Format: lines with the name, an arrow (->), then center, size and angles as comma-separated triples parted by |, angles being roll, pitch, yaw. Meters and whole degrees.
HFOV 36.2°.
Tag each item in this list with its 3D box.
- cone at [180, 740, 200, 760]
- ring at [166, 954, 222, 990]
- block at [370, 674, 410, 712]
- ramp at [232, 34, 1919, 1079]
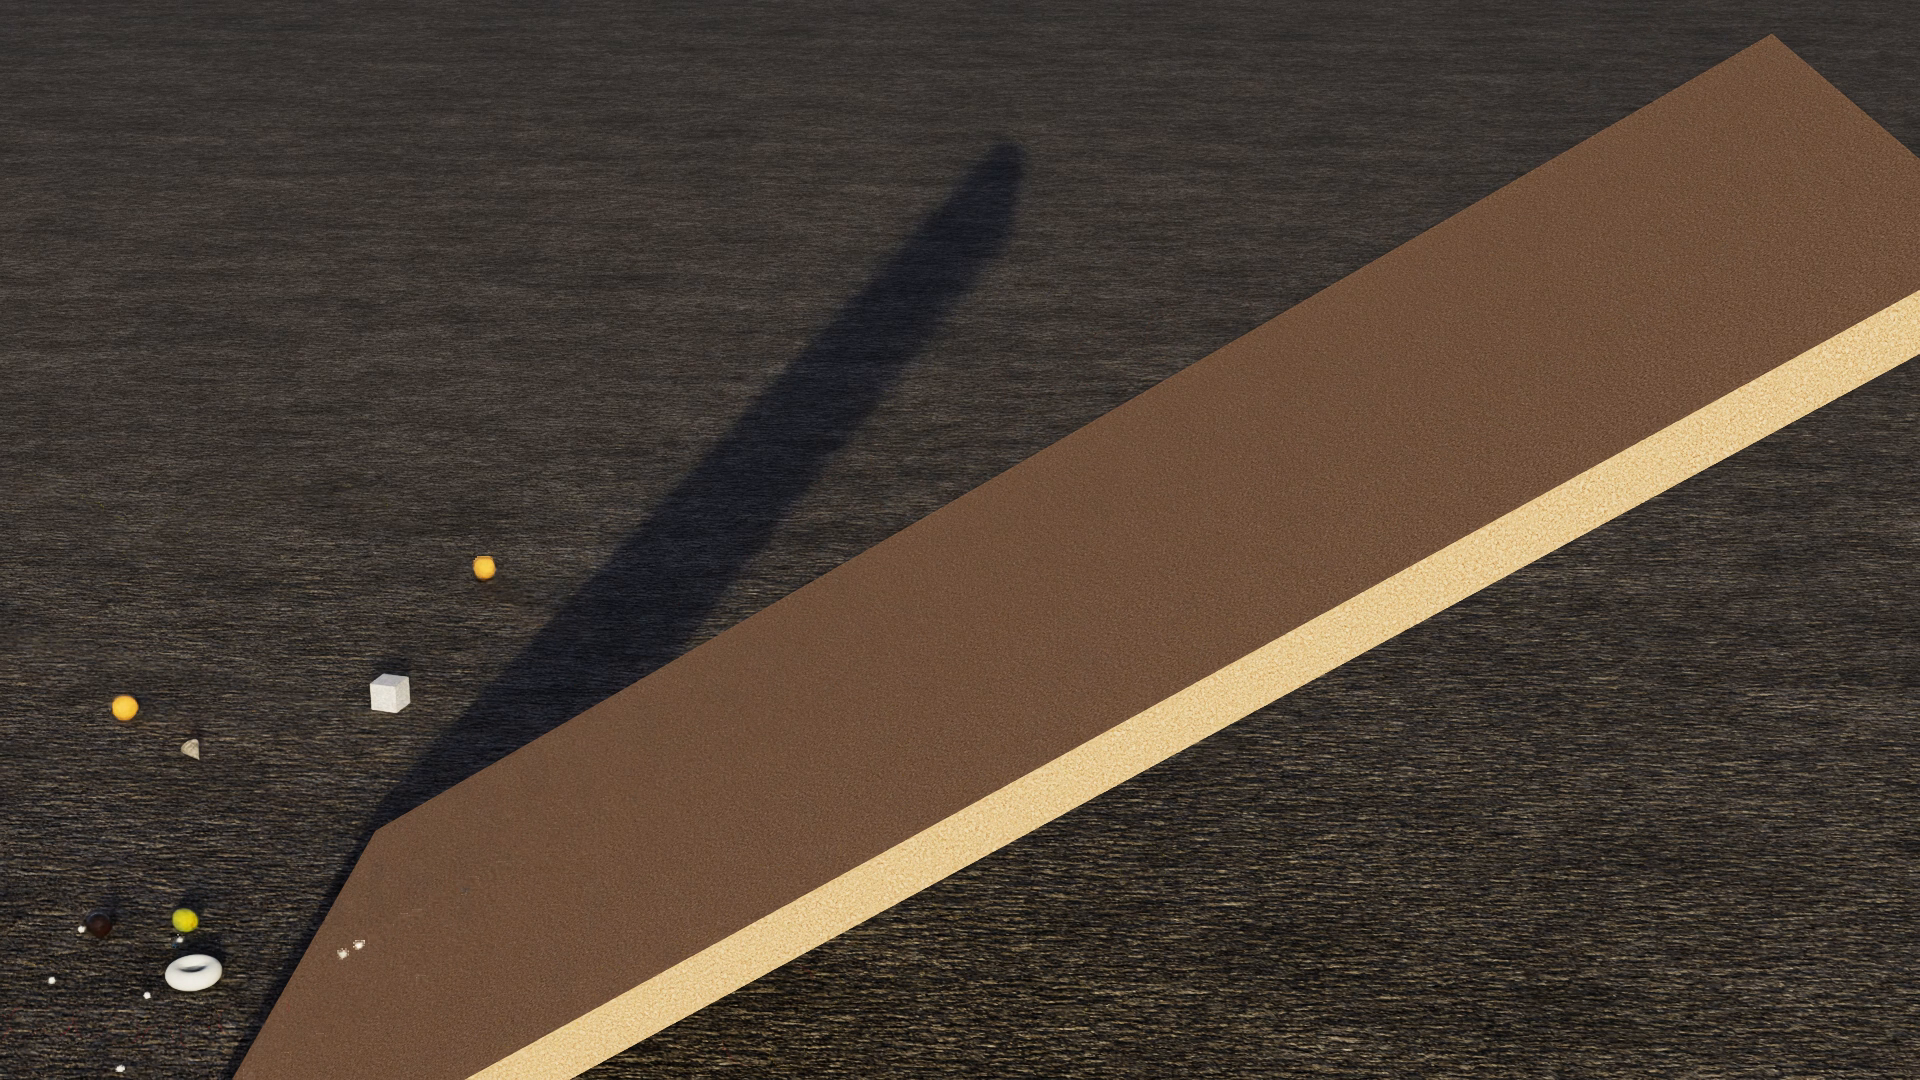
cone -> -2.164, 0.603, 8.316 | 0.057, 0.057, 0.057 | -16, 52, -38
ring -> -1.839, 1.038, 7.058 | 0.134, 0.045, 0.134 | 0, 21, 0
block -> -1.678, 0.451, 8.662 | 0.082, 0.082, 0.082 | 6, 20, 17
ramp -> 0.141, 0.169, 6.290 | 4.000, 0.100, 2.000 | -30, 15, 13
